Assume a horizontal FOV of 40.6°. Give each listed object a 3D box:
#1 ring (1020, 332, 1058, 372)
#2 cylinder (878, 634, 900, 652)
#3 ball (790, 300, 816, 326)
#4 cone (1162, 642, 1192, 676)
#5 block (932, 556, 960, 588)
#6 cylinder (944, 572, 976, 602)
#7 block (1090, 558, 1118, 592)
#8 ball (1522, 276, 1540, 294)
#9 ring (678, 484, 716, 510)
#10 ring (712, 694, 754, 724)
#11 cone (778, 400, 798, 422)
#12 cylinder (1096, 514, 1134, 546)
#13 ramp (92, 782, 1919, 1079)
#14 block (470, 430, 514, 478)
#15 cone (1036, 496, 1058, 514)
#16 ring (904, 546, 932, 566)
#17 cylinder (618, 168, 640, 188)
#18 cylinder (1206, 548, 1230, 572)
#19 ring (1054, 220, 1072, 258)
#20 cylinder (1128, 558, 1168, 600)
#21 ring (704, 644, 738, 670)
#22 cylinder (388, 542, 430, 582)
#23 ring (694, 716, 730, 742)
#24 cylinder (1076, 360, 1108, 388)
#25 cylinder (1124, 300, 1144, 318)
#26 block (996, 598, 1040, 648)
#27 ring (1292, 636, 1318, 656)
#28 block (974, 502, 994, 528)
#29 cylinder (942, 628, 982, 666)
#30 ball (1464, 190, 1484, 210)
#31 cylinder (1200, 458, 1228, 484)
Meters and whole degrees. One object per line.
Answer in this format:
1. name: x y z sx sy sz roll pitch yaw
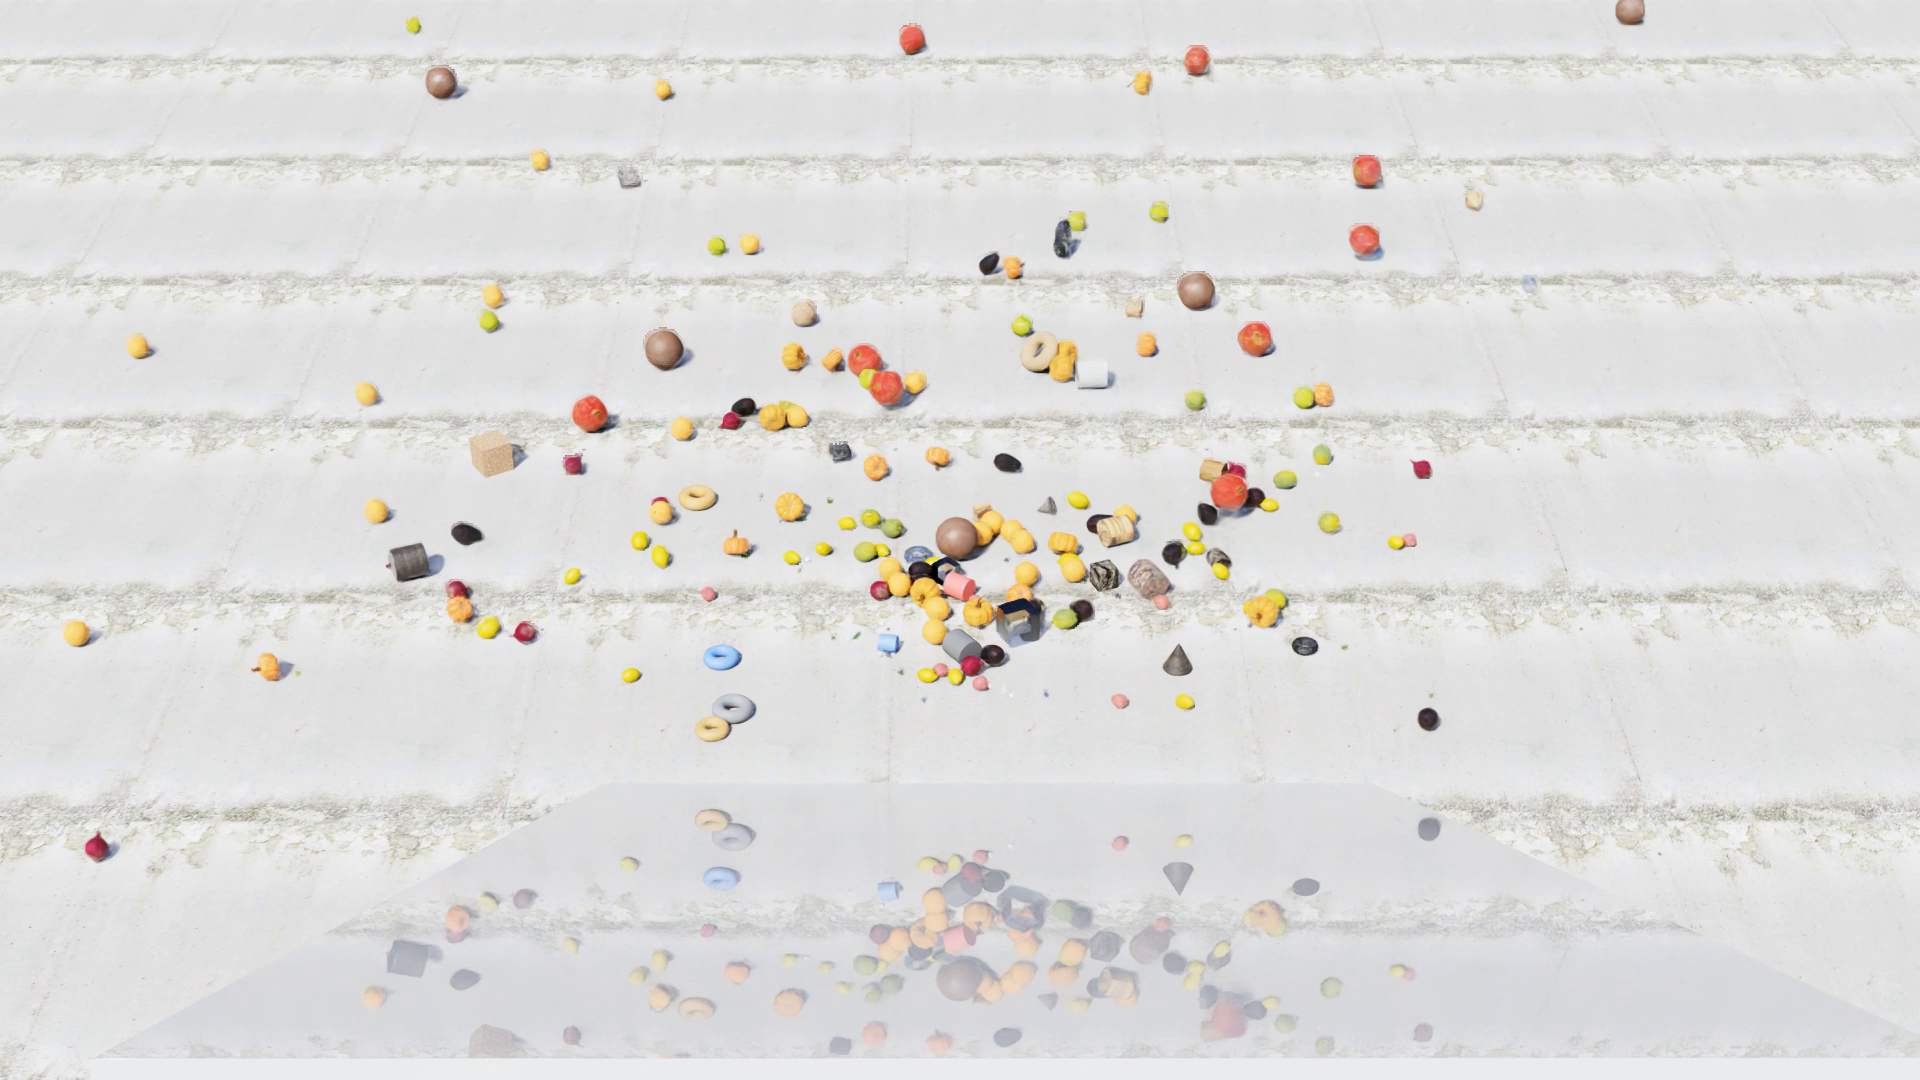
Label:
1. ring: 0.267 -0.635 8.746 0.149 0.050 0.149 -22 53 31
2. cylinder: -0.204 0.293 7.387 0.051 0.051 0.051 6 34 11
3. ball: -0.544 -0.785 8.999 0.088 0.088 0.088 0 33 0
4. cone: 0.615 0.323 7.308 0.086 0.086 0.086 0 33 0
5. block: -0.041 0.095 7.680 0.061 0.061 0.061 -26 41 -33
6. cylinder: -0.001 0.137 7.609 0.069 0.069 0.069 21 39 29
7. block: 0.426 0.105 7.662 0.064 0.064 0.064 -13 36 -19
8. ball: 2.024 -0.904 9.205 0.060 0.060 0.060 0 33 0
9. ring: -0.816 -0.132 8.047 0.117 0.039 0.117 1 33 -1
10. ring: -0.626 0.464 7.138 0.114 0.038 0.114 0 34 0
11. cone: -0.571 -0.409 8.478 0.066 0.066 0.066 10 61 15
12. cylinder: 0.471 -0.029 7.848 0.083 0.083 0.083 -11 35 -24
13. ramp: 0.074 0.643 4.762 2.000 0.100 4.000 0 -1 0
14. block: -1.482 -0.273 8.208 0.099 0.099 0.099 -20 38 -27
15. cone: 0.260 -0.097 8.004 0.059 0.059 0.059 -20 28 20
16. ring: -0.125 0.047 7.782 0.088 0.029 0.088 0 34 0
17. cylinder: -1.269 -1.384 9.930 0.069 0.069 0.069 -9 34 -14
18. cylinder: 0.771 0.059 7.741 0.054 0.054 0.054 -18 37 -26
19. ring: 0.373 -1.094 9.429 0.046 0.139 0.139 8 34 11
20. cylinder: 0.553 0.115 7.623 0.090 0.090 0.090 -15 36 -21
21. ring: -0.677 0.332 7.344 0.102 0.034 0.102 -1 33 1
22. cylinder: -1.634 0.065 7.694 0.096 0.096 0.096 -13 36 -20
23. ring: -0.676 0.515 7.067 0.094 0.031 0.094 -1 33 1
24. cylinder: 0.438 -0.553 8.637 0.097 0.097 0.097 -2 33 -2
25. cylinder: 0.607 -0.806 9.060 0.055 0.055 0.055 7 34 11
26. block: 0.166 0.237 7.434 0.092 0.092 0.092 -15 36 -22
27. ring: 0.984 0.302 7.396 0.077 0.026 0.077 -1 33 1
28. block: 0.072 -0.077 7.951 0.051 0.051 0.051 -9 34 -14
29. cylinder: 0.006 0.304 7.342 0.081 0.081 0.081 -22 39 -29
30. ball: 1.936 -1.281 9.770 0.072 0.072 0.072 0 33 0
31. cylinder: 0.796 -0.215 8.145 0.069 0.069 0.069 15 36 22
